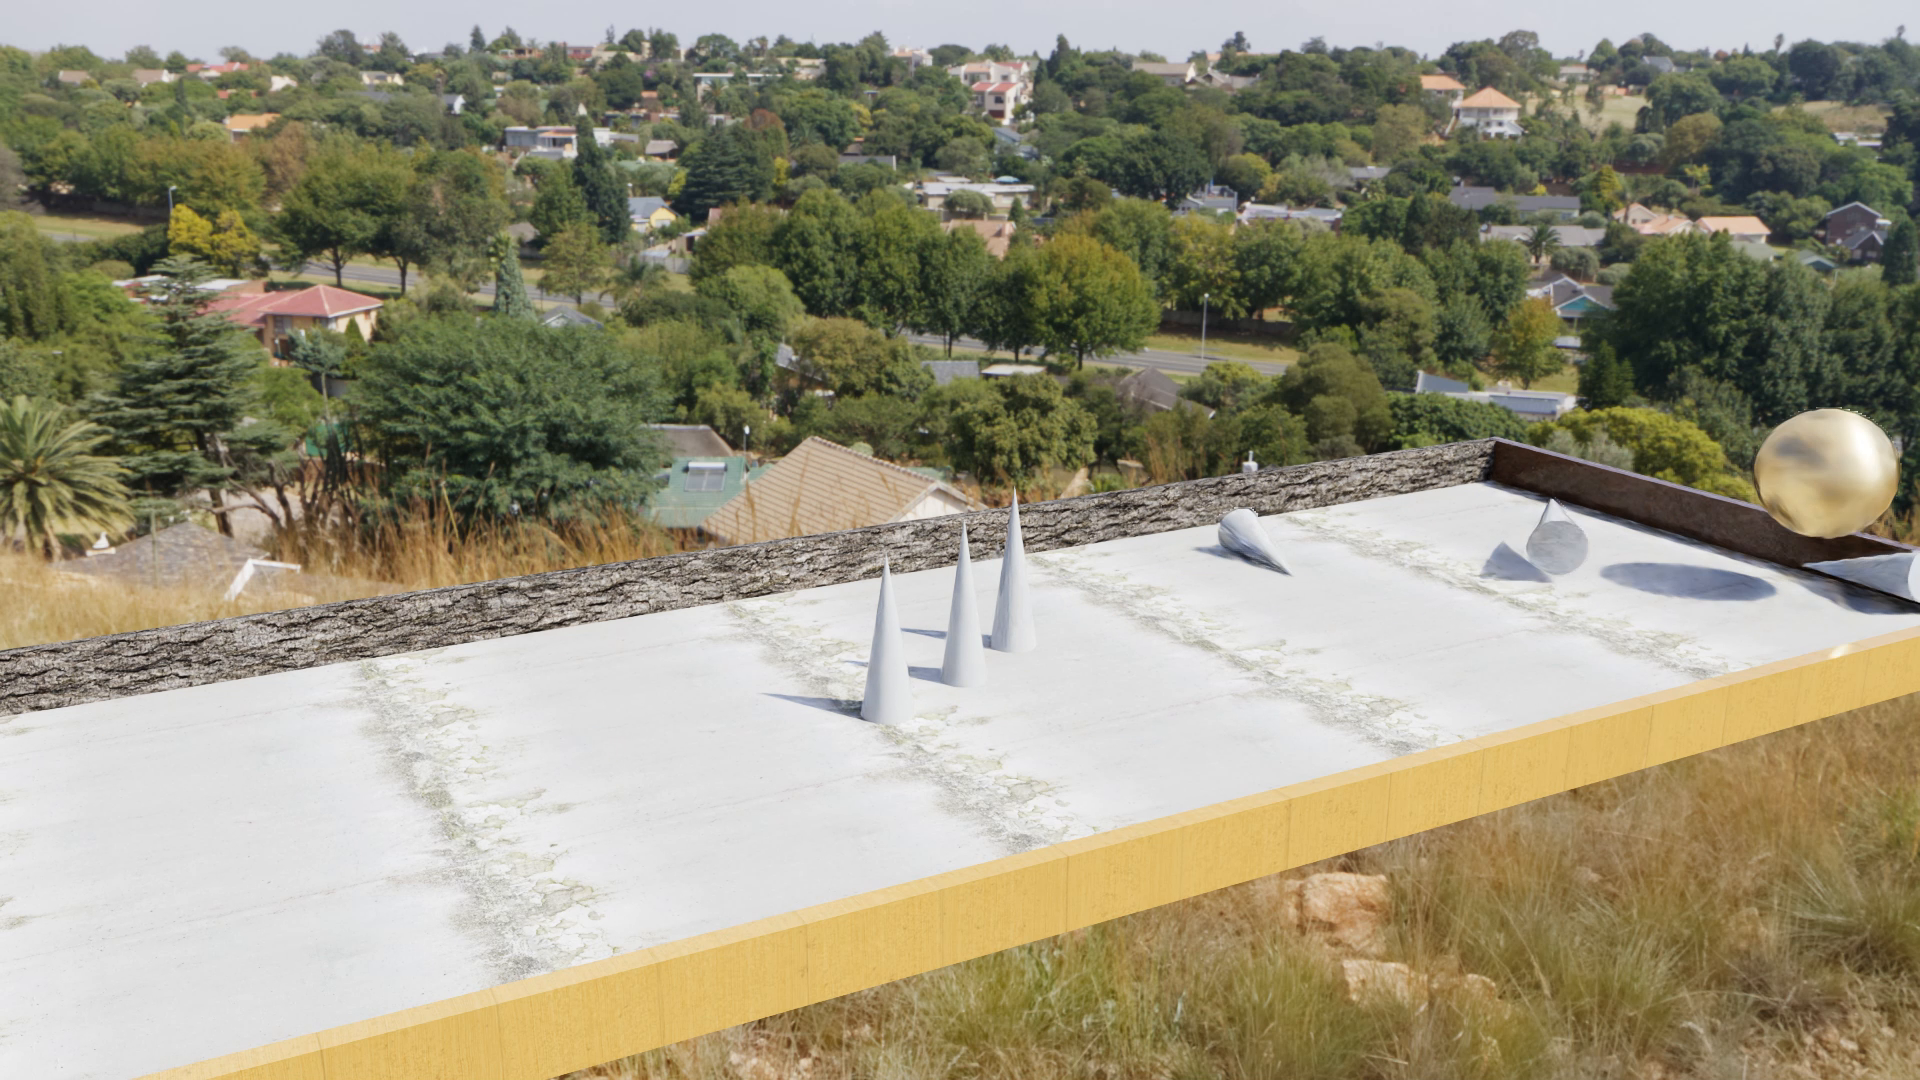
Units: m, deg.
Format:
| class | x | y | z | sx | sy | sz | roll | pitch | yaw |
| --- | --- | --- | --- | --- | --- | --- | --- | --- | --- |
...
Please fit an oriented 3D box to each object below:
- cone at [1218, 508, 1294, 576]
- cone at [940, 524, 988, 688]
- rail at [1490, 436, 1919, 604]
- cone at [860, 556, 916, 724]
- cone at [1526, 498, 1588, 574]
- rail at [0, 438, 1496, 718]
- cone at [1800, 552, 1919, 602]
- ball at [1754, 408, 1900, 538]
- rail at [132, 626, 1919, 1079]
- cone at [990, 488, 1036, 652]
| class | x | y | z | sx | sy | sz | roll | pitch | yaw |
| --- | --- | --- | --- | --- | --- | --- | --- | --- | --- |
| cone | 0.944 | 0.039 | 5.097 | 0.143 | 0.143 | 0.329 | -7 | 30 | -23 |
| cone | 0.010 | 0.148 | 4.102 | 0.120 | 0.423 | 0.120 | 0 | 16 | 0 |
| rail | 2.466 | -0.048 | 5.253 | 0.050 | 0.150 | 2.100 | -9 | 18 | -27 |
| cone | -0.171 | 0.222 | 3.886 | 0.132 | 0.403 | 0.132 | 0 | 16 | 0 |
| cone | 1.826 | -0.057 | 5.065 | 0.172 | 0.172 | 0.441 | 5 | 23 | 16 |
| rail | -3.305 | 0.497 | 3.399 | 12.000 | 0.150 | 0.050 | -9 | 18 | -27 |
| cone | 2.607 | 0.088 | 4.782 | 0.148 | 0.148 | 0.378 | -9 | 9 | -28 |
| ball | 2.476 | -0.190 | 4.719 | 0.370 | 0.370 | 0.370 | 0 | 16 | 0 |
| rail | -2.336 | 1.006 | 1.665 | 12.000 | 0.150 | 0.050 | -9 | 18 | -27 |
| cone | 0.142 | 0.069 | 4.342 | 0.126 | 0.439 | 0.126 | 0 | 16 | 0 |
